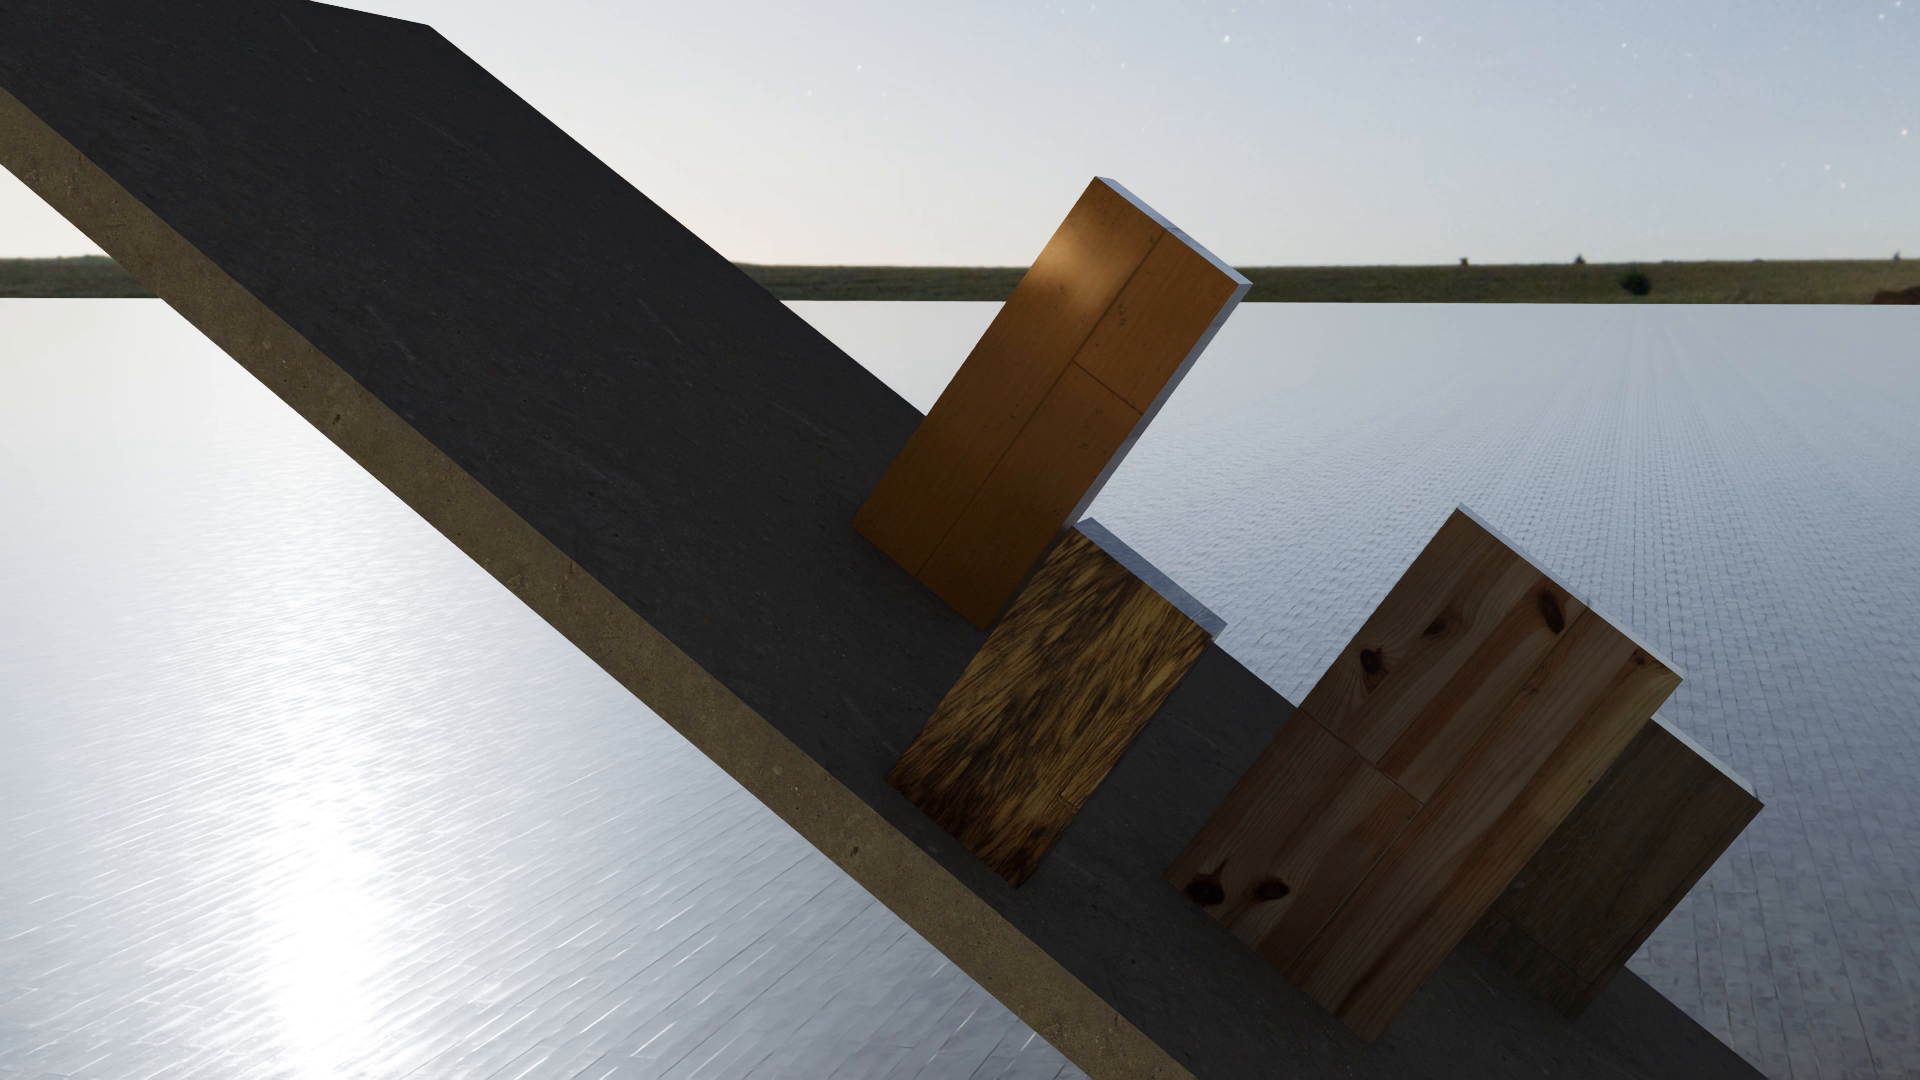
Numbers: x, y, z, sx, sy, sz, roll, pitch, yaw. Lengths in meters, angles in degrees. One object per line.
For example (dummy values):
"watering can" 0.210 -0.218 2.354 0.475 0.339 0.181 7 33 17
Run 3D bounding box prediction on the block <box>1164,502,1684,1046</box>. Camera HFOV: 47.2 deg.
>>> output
"block" 0.710 0.368 3.427 0.415 0.754 0.084 39 16 10

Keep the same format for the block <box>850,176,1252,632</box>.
"block" 0.161 -0.244 4.001 0.319 0.781 0.145 39 16 10

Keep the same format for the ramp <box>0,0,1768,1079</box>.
"ramp" -0.068 0.131 4.071 4.000 0.100 2.000 39 16 10

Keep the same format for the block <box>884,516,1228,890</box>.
"block" 0.135 0.232 3.142 0.247 0.469 0.113 39 16 10

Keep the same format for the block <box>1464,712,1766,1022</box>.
"block" 1.166 0.561 4.197 0.443 0.554 0.104 39 16 10
